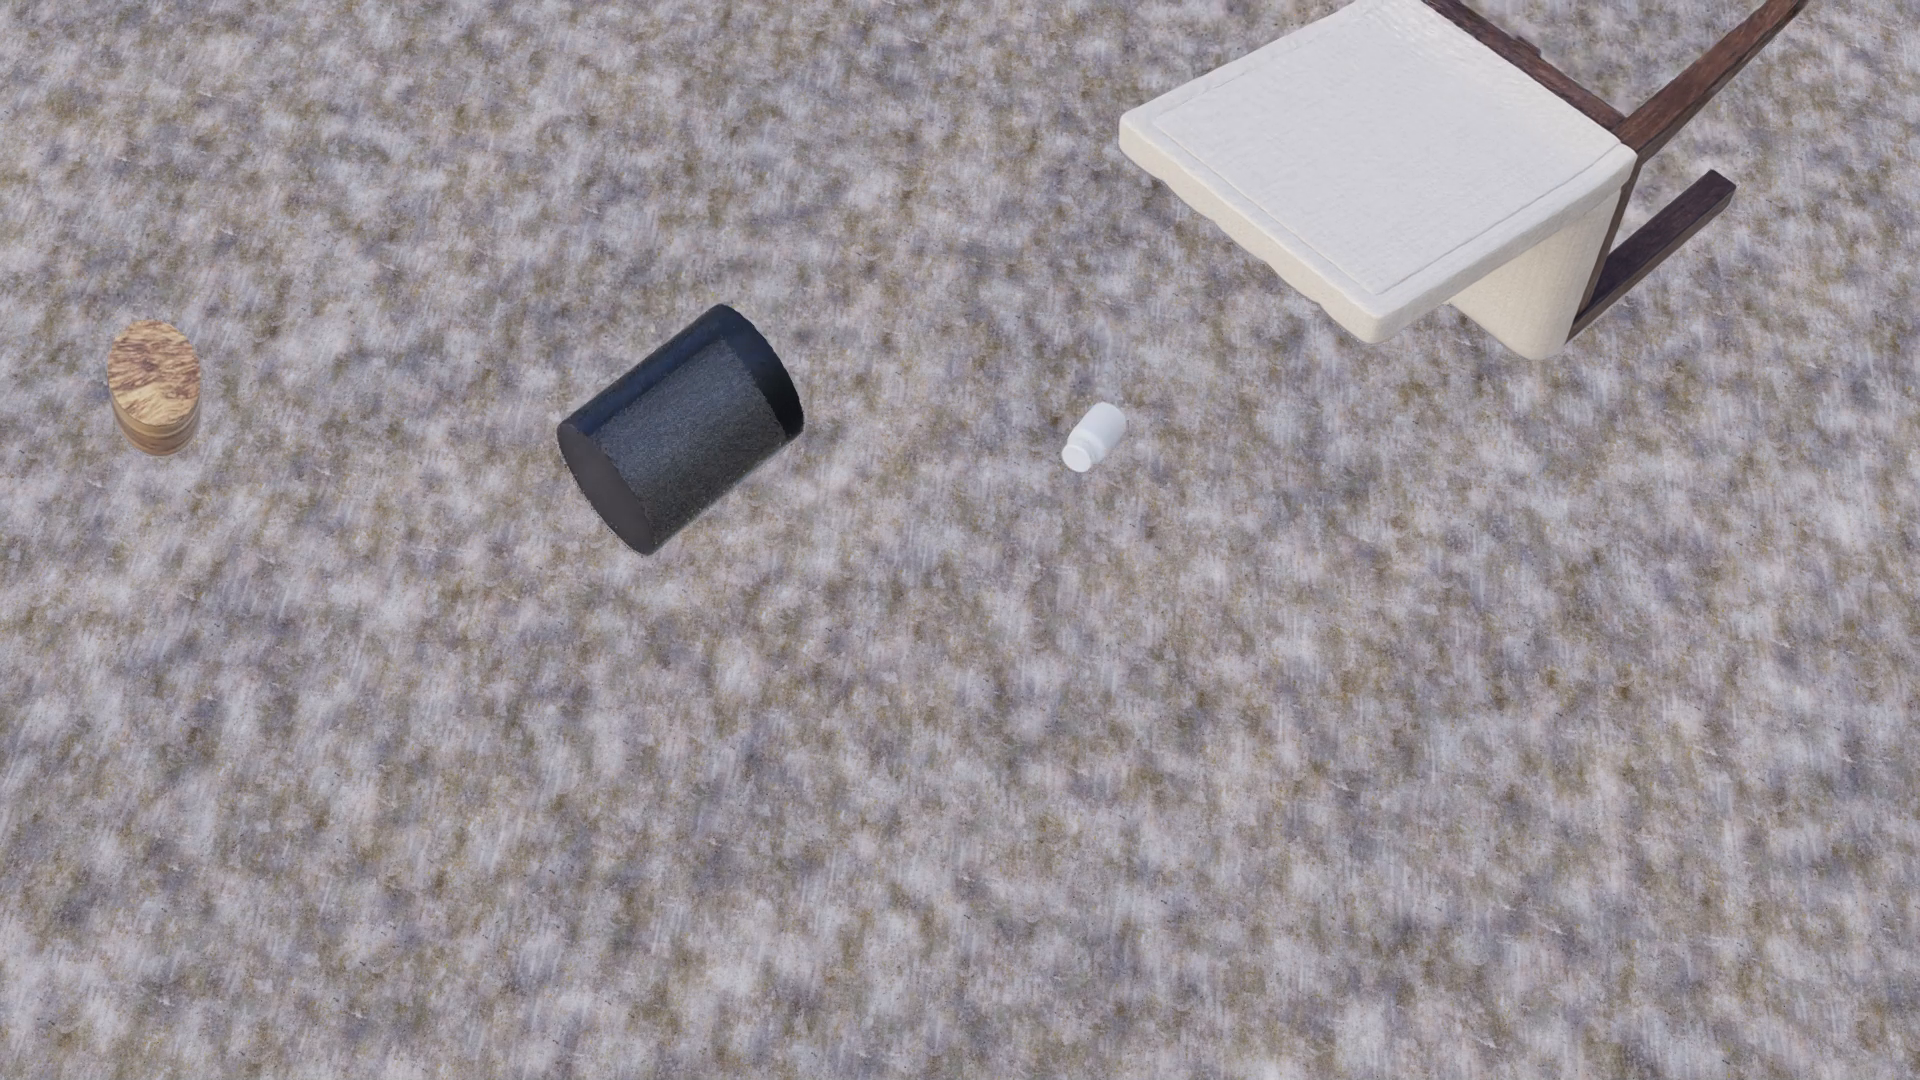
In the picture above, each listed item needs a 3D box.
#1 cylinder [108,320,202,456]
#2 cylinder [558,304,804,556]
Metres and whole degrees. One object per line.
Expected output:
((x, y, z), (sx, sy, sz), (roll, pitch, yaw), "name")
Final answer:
((-1.553, -0.291, 4.246), (0.164, 0.245, 0.207), (-11, 82, -21), "cylinder")
((-0.377, -0.149, 2.989), (0.274, 0.235, 0.182), (-41, 49, -22), "cylinder")
